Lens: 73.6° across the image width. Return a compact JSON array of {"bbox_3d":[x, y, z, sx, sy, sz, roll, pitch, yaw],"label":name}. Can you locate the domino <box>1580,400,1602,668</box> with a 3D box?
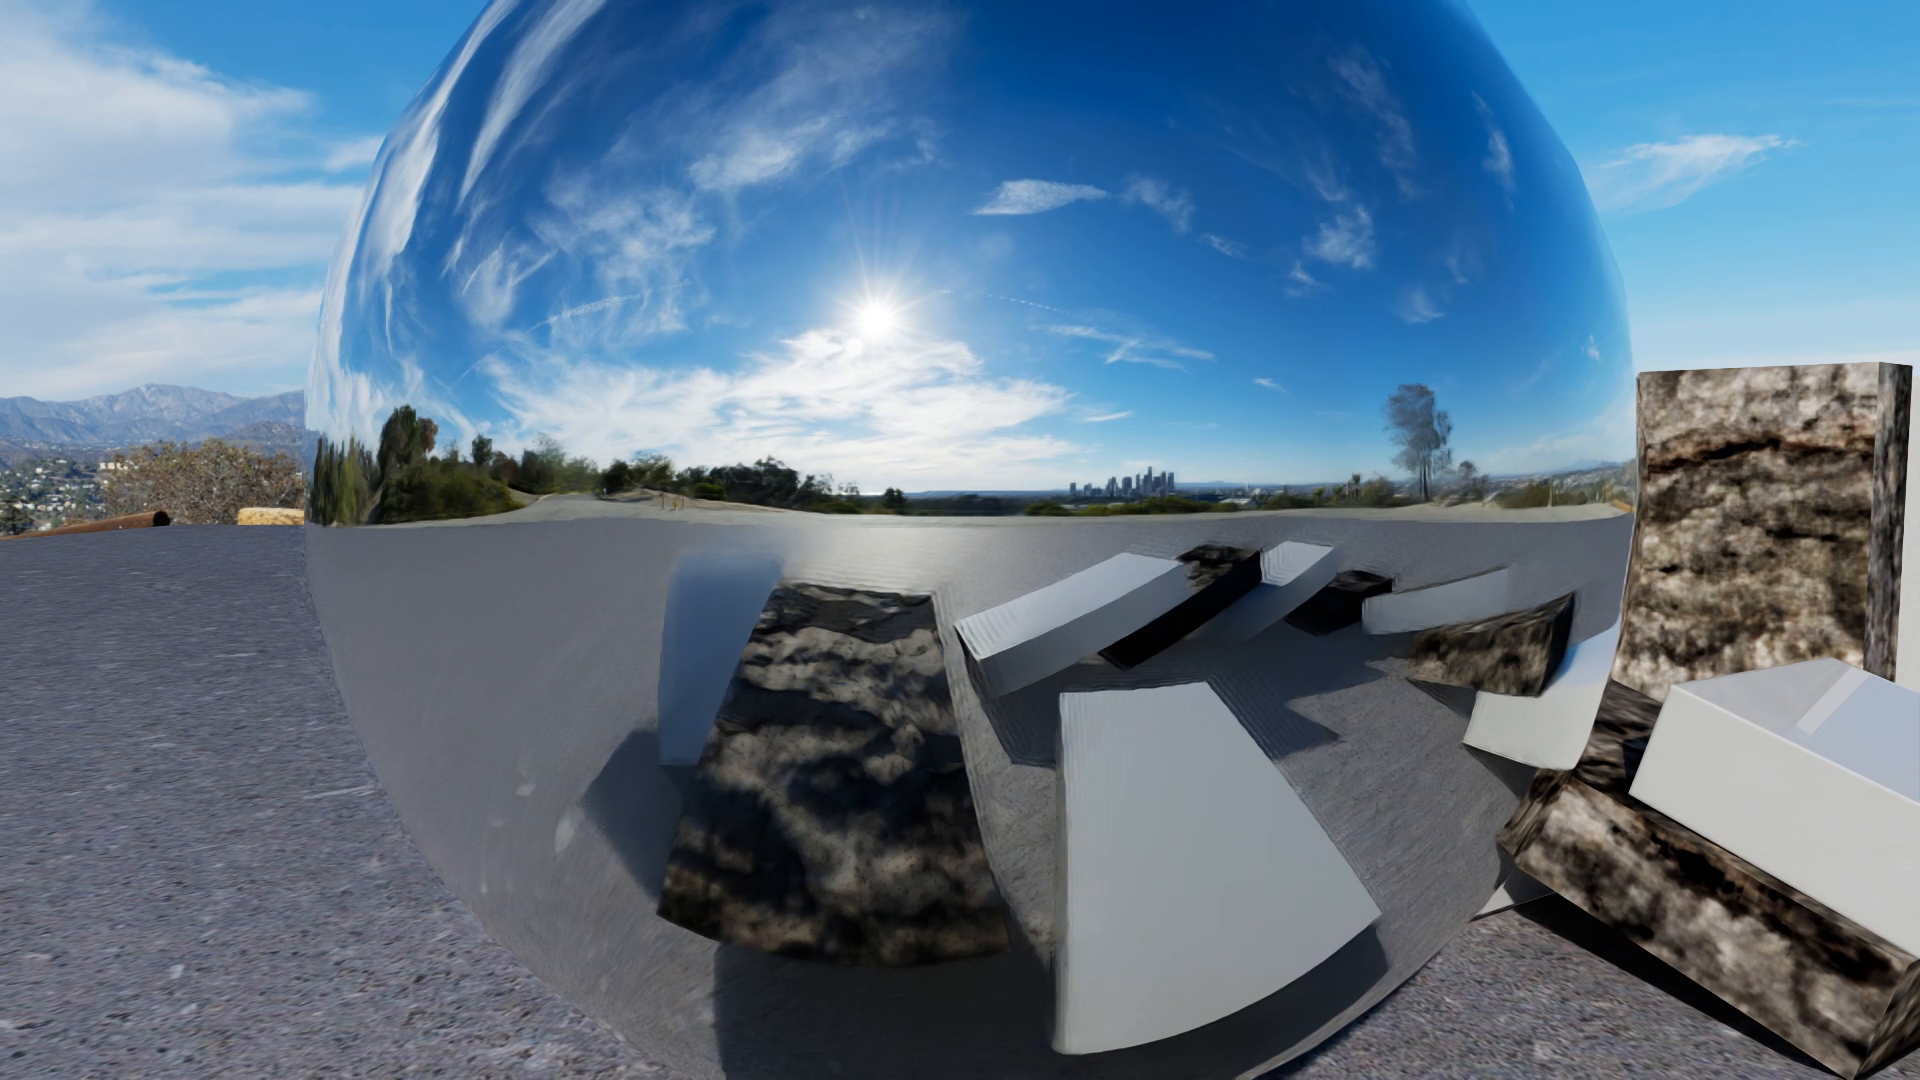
[{"bbox_3d":[0.120,0.000,0.231,0.009,0.050,0.025,3,5,36],"label":"domino"}]

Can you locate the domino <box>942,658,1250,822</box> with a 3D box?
[{"bbox_3d":[0.023,0.025,0.171,0.025,0.010,0.050,-3,6,-39],"label":"domino"}]

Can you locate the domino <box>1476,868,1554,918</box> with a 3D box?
[{"bbox_3d":[0.038,0.021,0.136,0.025,0.010,0.050,-3,21,-33],"label":"domino"}]

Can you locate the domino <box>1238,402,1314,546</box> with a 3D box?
[{"bbox_3d":[0.061,-0.001,0.250,0.009,0.050,0.025,0,4,3],"label":"domino"}]

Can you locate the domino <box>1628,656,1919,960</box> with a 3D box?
[{"bbox_3d":[0.076,0.024,0.085,0.025,0.009,0.050,-2,23,-32],"label":"domino"}]

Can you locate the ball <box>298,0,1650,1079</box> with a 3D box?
[{"bbox_3d":[0.001,-0.004,0.086,0.080,0.080,0.080,0,4,0],"label":"ball"}]

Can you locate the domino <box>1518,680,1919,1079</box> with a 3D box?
[{"bbox_3d":[0.058,0.022,0.110,0.025,0.009,0.050,-3,22,-33],"label":"domino"}]

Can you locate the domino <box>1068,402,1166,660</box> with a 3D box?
[{"bbox_3d":[0.030,-0.001,0.247,0.010,0.050,0.025,-1,4,-15],"label":"domino"}]

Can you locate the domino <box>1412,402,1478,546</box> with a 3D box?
[{"bbox_3d":[0.092,-0.001,0.245,0.009,0.050,0.025,1,4,17],"label":"domino"}]

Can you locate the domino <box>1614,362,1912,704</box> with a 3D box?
[{"bbox_3d":[0.080,0.008,0.132,0.009,0.050,0.025,-3,5,-38],"label":"domino"}]

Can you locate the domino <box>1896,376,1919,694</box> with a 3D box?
[{"bbox_3d":[0.104,0.006,0.153,0.009,0.050,0.025,-4,6,-44],"label":"domino"}]

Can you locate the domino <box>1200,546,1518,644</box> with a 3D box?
[{"bbox_3d":[0.066,0.014,0.217,0.050,0.025,0.009,0,4,2],"label":"domino"}]
